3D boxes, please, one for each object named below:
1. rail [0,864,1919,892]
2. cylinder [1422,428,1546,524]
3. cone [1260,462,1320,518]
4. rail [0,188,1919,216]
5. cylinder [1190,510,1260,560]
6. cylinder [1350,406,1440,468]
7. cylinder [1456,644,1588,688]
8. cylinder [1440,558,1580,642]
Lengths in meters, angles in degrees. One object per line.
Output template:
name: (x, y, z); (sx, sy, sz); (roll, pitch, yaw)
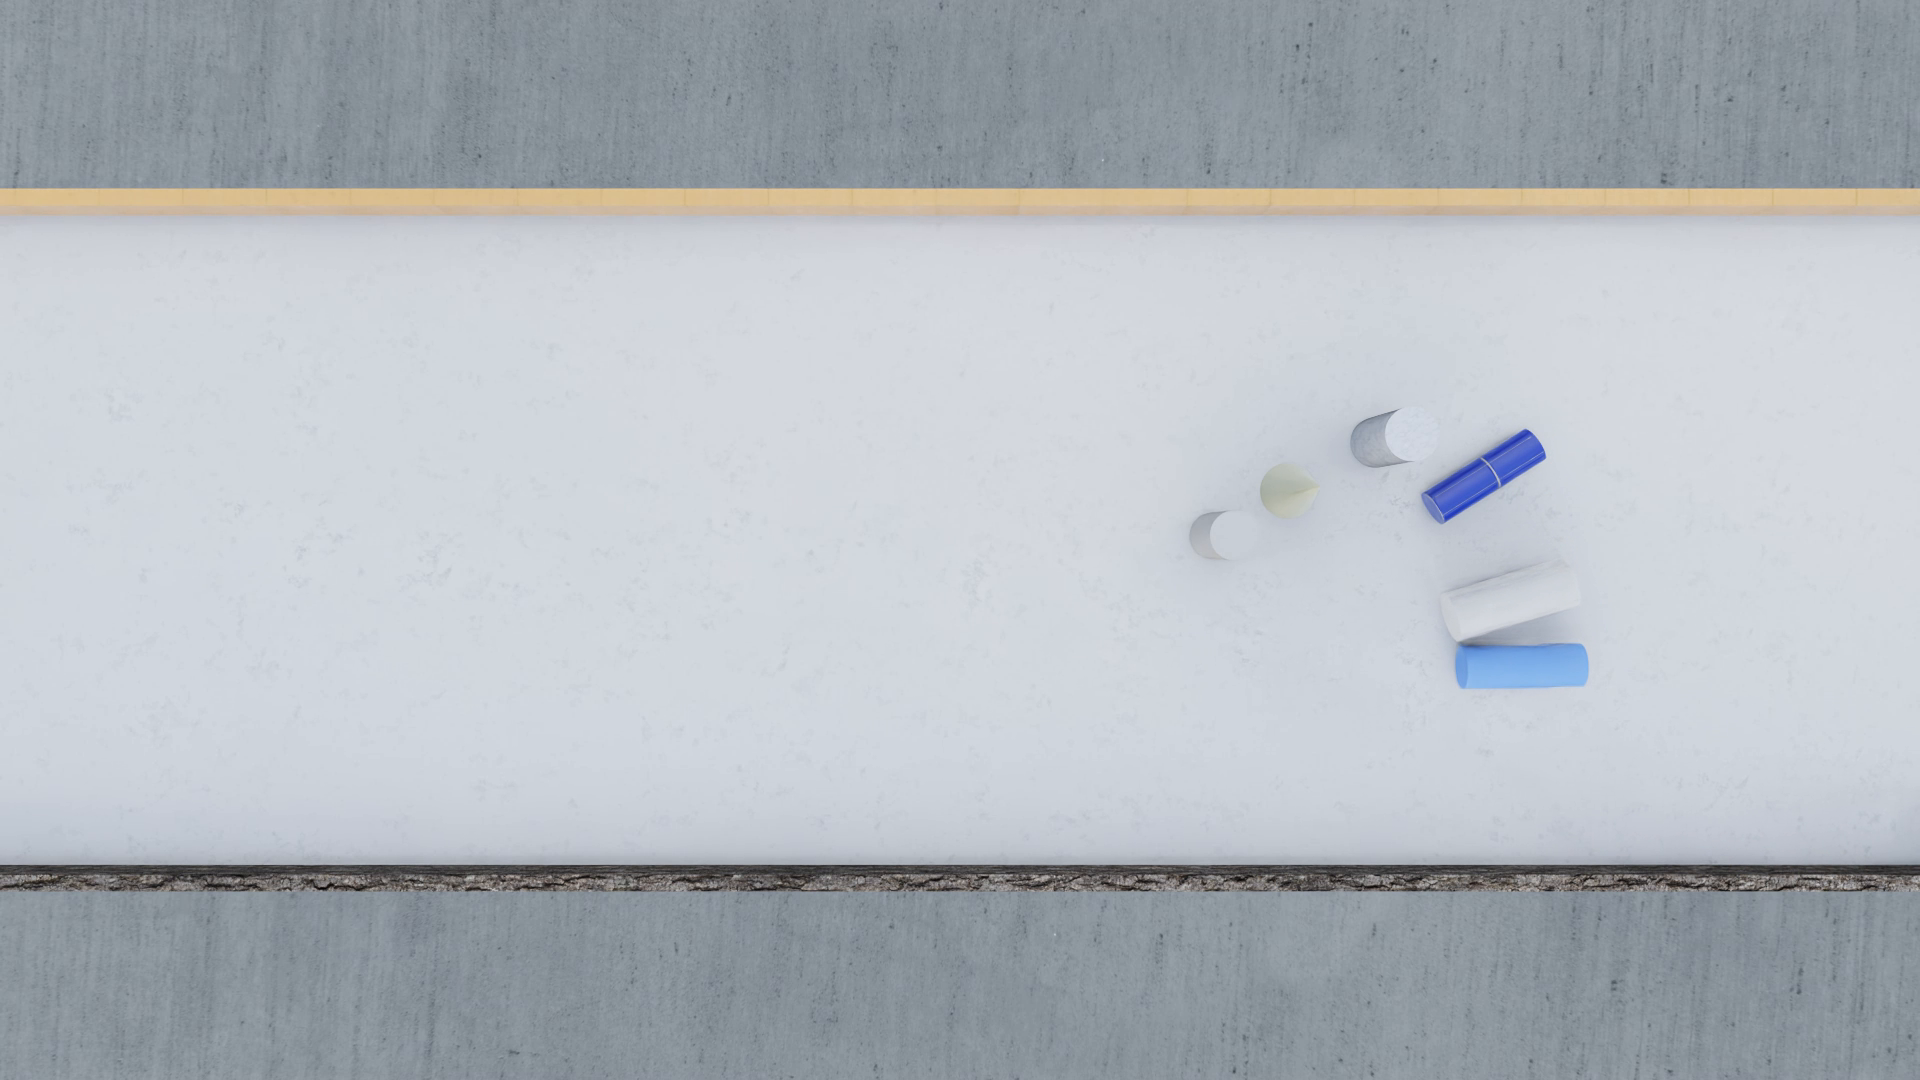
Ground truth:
rail: (-2.247, 1.025, 5.001); (12.000, 0.150, 0.050); (0, 90, 0)
cylinder: (1.593, -0.193, 5.020); (0.367, 0.114, 0.114); (-32, 90, 0)
cone: (1.010, -0.151, 4.848); (0.173, 0.456, 0.173); (0, 90, 0)
rail: (-2.247, -1.025, 5.002); (12.000, 0.150, 0.050); (0, 90, 0)
cylinder: (0.778, -0.013, 4.870); (0.144, 0.414, 0.144); (0, 90, 0)
cylinder: (1.279, -0.300, 4.868); (0.156, 0.416, 0.156); (0, 90, 0)
cylinder: (1.706, 0.382, 5.013); (0.363, 0.128, 0.128); (-1, 90, 0)
cylinder: (1.666, 0.181, 5.000); (0.373, 0.152, 0.152); (-17, 90, 0)
